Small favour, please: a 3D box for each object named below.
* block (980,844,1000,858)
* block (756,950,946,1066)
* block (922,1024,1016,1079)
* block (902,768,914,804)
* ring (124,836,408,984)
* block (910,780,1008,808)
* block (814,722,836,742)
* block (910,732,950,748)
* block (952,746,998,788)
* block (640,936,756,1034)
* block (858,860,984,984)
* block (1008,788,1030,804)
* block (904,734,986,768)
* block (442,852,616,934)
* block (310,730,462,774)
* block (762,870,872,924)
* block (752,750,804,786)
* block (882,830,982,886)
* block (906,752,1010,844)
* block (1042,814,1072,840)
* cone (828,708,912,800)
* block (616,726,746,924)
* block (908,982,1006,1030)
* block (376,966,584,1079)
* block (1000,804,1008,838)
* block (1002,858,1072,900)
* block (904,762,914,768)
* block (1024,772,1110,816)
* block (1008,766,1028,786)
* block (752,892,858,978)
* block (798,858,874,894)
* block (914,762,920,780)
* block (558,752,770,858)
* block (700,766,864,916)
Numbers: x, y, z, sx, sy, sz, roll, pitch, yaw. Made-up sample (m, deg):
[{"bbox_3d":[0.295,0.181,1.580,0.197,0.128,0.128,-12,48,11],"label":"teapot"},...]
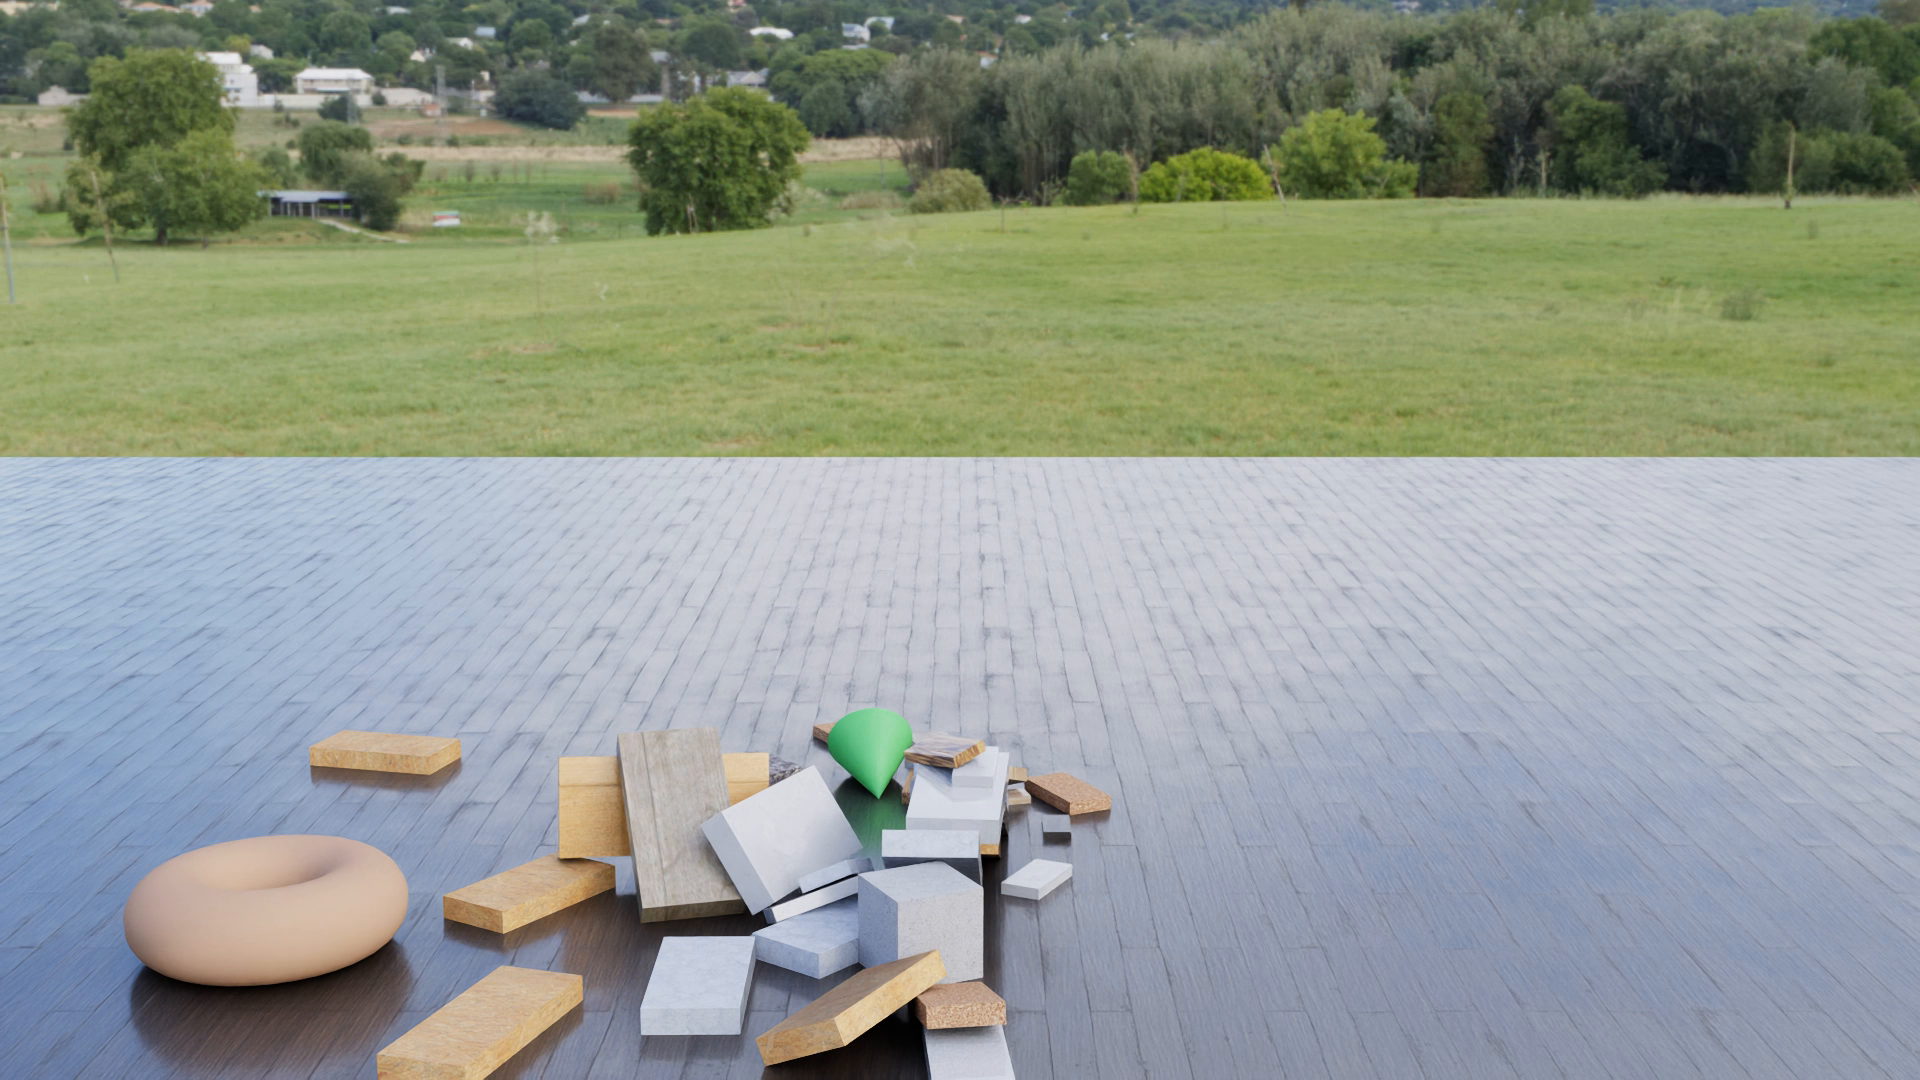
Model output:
[{"bbox_3d":[-0.008,0.511,3.706,0.148,0.042,0.297,0,-10,2],"label":"block"},{"bbox_3d":[-0.148,0.652,3.075,0.140,0.040,0.279,-22,-1,31],"label":"block"},{"bbox_3d":[0.010,0.704,2.973,0.109,0.031,0.218,-1,11,-4],"label":"block"},{"bbox_3d":[-0.064,0.474,4.230,0.079,0.022,0.158,1,11,5],"label":"block"},{"bbox_3d":[-1.072,0.569,3.407,0.423,0.141,0.423,-1,9,0],"label":"ring"},{"bbox_3d":[0.002,0.461,3.909,0.149,0.042,0.298,0,-11,5],"label":"block"},{"bbox_3d":[-0.235,0.410,4.579,0.079,0.022,0.157,-6,12,-30],"label":"block"},{"bbox_3d":[-0.053,0.413,4.416,0.088,0.025,0.290,-1,0,-8],"label":"block"},{"bbox_3d":[0.026,0.379,3.682,0.069,0.020,0.138,1,16,4],"label":"block"},{"bbox_3d":[-0.381,0.651,3.230,0.140,0.040,0.279,0,11,-1],"label":"block"},{"bbox_3d":[-0.060,0.582,3.323,0.141,0.141,0.141,-5,12,-27],"label":"block"},{"bbox_3d":[0.079,0.489,4.173,0.101,0.014,0.050,-3,11,-15],"label":"block"},{"bbox_3d":[-0.026,0.356,3.714,0.069,0.020,0.138,-27,16,-35],"label":"block"},{"bbox_3d":[-0.707,0.579,3.627,0.132,0.037,0.265,7,12,32],"label":"block"},{"bbox_3d":[-1.159,0.428,4.439,0.265,0.037,0.132,3,11,15],"label":"block"},{"bbox_3d":[-0.224,0.571,3.513,0.172,0.024,0.086,-18,-6,-18],"label":"block"},{"bbox_3d":[-0.377,0.471,3.927,0.141,0.141,0.141,-9,14,-41],"label":"block"},{"bbox_3d":[-0.042,0.520,3.530,0.149,0.042,0.297,0,-20,2],"label":"block"},{"bbox_3d":[-0.001,0.423,3.639,0.148,0.042,0.297,1,16,4],"label":"block"},{"bbox_3d":[0.175,0.522,3.997,0.050,0.014,0.101,0,11,0],"label":"block"},{"bbox_3d":[-0.166,0.444,4.252,0.168,0.168,0.168,-2,37,-8],"label":"cone"},{"bbox_3d":[-0.463,0.466,3.637,0.168,0.048,0.337,-3,51,-16],"label":"block"},{"bbox_3d":[-0.007,0.654,3.094,0.109,0.031,0.218,-2,-4,-8],"label":"block"},{"bbox_3d":[-0.666,0.680,3.080,0.132,0.037,0.334,3,11,17],"label":"block"},{"bbox_3d":[0.007,0.486,3.817,0.149,0.042,0.298,0,-11,2],"label":"block"},{"bbox_3d":[0.130,0.572,3.712,0.069,0.020,0.138,5,12,26],"label":"block"},{"bbox_3d":[-0.022,0.439,4.309,0.157,0.022,0.079,-1,-3,37],"label":"block"},{"bbox_3d":[0.204,0.482,4.184,0.088,0.025,0.176,-5,12,-26],"label":"block"},{"bbox_3d":[0.032,0.443,4.183,0.176,0.025,0.088,13,-19,-36],"label":"block"},{"bbox_3d":[-0.178,0.611,3.445,0.140,0.040,0.279,8,13,38],"label":"block"},{"bbox_3d":[-0.201,0.549,3.599,0.086,0.024,0.172,-23,-11,7],"label":"block"},{"bbox_3d":[0.001,0.437,4.002,0.149,0.042,0.298,0,-12,3],"label":"block"},{"bbox_3d":[-0.506,0.452,3.760,0.355,0.168,0.048,0,-5,-13],"label":"block"},{"bbox_3d":[-0.293,0.497,3.681,0.048,0.168,0.337,-34,-6,23],"label":"block"}]
